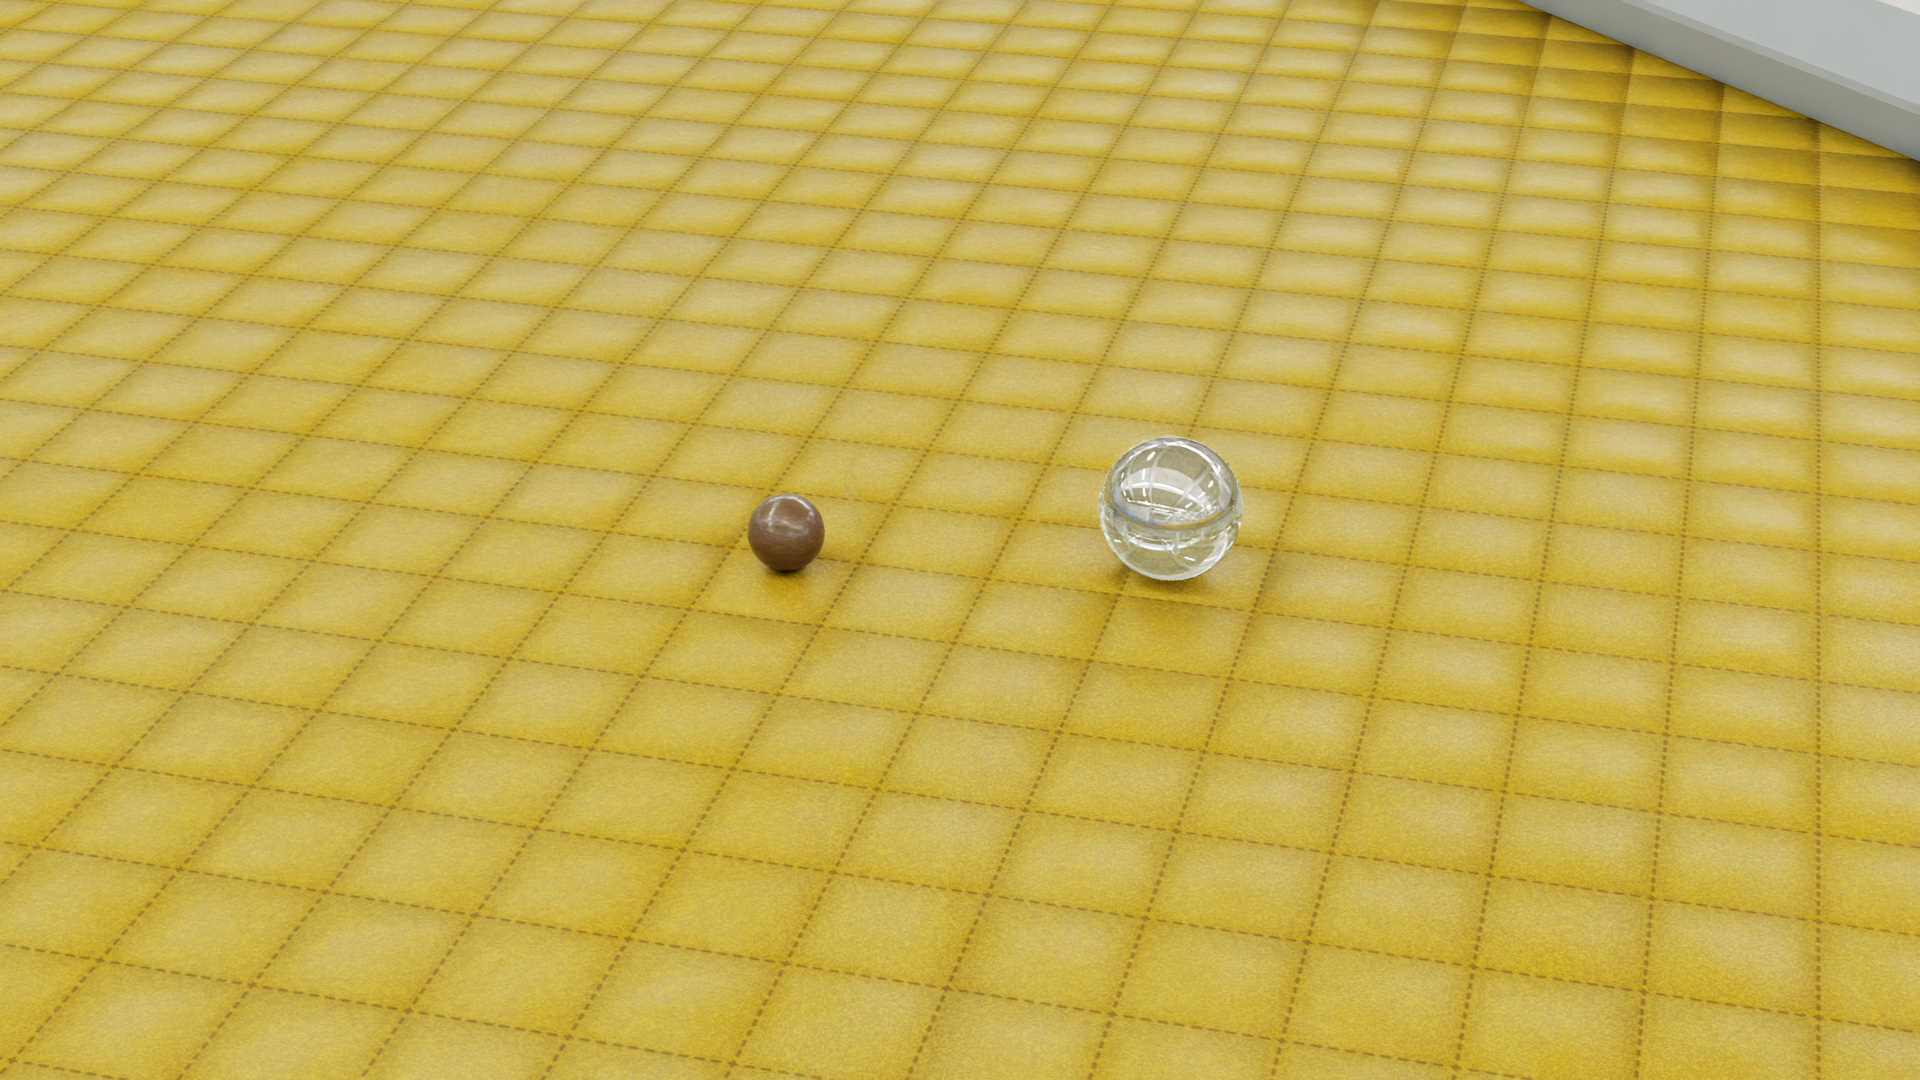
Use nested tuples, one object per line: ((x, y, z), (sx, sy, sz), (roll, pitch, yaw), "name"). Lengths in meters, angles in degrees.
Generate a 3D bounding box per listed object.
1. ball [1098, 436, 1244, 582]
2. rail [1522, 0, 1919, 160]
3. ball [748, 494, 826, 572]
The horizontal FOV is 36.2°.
((0.138, -0.021, 1.925), (0.095, 0.095, 0.095), (0, 28, 0), "ball")
((0.437, -0.709, 3.200), (0.045, 0.126, 4.163), (-15, 31, -27), "rail")
((-0.115, -0.005, 1.942), (0.052, 0.052, 0.052), (0, 28, 0), "ball")
